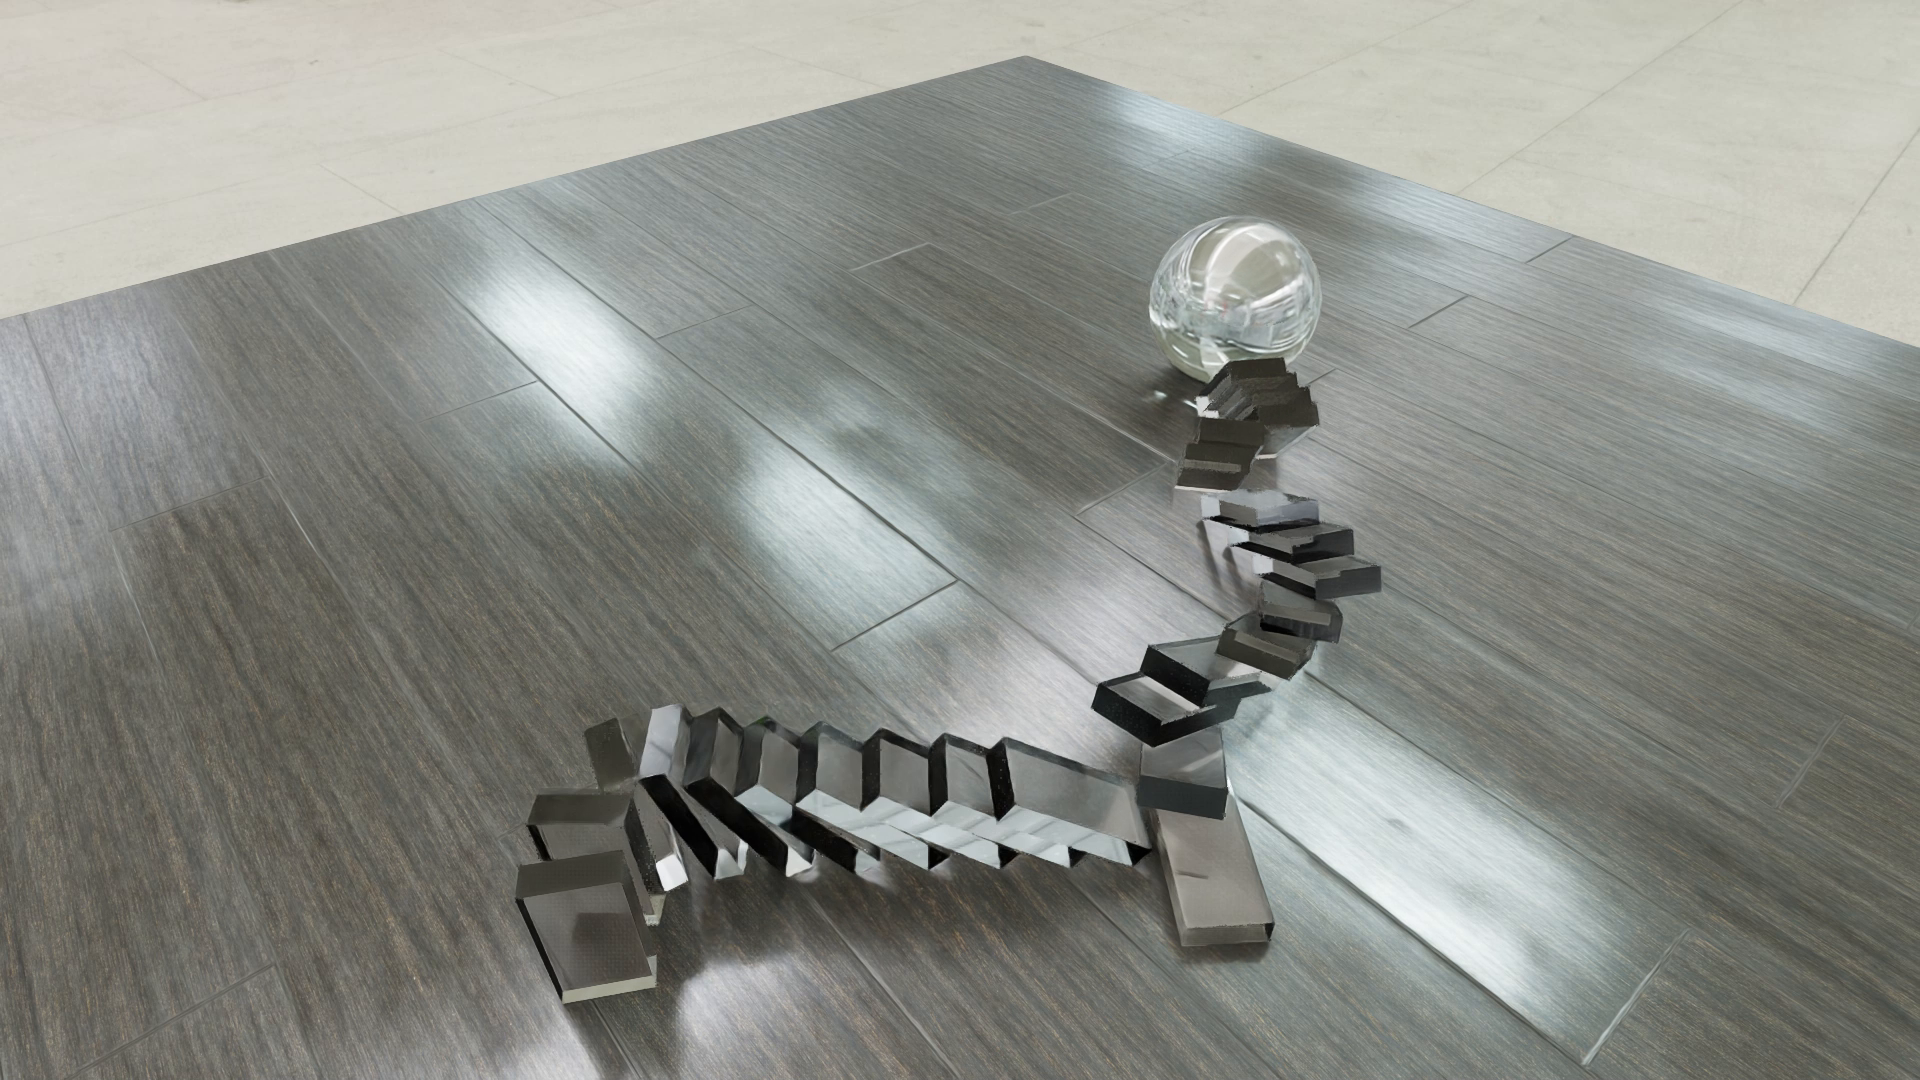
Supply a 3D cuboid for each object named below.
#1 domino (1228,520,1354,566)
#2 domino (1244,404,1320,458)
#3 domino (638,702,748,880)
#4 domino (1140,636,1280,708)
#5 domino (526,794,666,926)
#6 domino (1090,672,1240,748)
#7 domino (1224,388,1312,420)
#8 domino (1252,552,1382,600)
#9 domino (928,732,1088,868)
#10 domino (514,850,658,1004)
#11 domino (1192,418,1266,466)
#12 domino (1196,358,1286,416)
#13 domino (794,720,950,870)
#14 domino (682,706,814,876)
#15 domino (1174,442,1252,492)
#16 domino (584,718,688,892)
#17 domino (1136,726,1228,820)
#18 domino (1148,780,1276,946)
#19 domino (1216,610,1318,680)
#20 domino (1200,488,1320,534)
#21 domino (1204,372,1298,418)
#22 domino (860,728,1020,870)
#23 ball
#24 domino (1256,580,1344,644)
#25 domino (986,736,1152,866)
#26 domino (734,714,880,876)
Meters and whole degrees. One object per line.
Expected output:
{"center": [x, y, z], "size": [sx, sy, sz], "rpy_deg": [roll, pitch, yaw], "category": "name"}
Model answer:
{"center": [0.127, -0.001, 0.426], "size": [0.025, 0.009, 0.050], "rpy_deg": [-10, 10, -12], "category": "domino"}
{"center": [0.132, -0.046, 0.471], "size": [0.025, 0.050, 0.010], "rpy_deg": [-4, 79, -5], "category": "domino"}
{"center": [-0.076, 0.074, 0.321], "size": [0.010, 0.050, 0.025], "rpy_deg": [-14, 39, 8], "category": "domino"}
{"center": [0.086, 0.043, 0.371], "size": [0.050, 0.009, 0.025], "rpy_deg": [-1, 24, -47], "category": "domino"}
{"center": [-0.099, 0.089, 0.303], "size": [0.025, 0.050, 0.010], "rpy_deg": [1, 42, 1], "category": "domino"}
{"center": [0.069, 0.053, 0.362], "size": [0.025, 0.010, 0.050], "rpy_deg": [29, 23, 38], "category": "domino"}
{"center": [0.132, -0.054, 0.481], "size": [0.025, 0.050, 0.010], "rpy_deg": [-4, 79, -5], "category": "domino"}
{"center": [0.132, 0.011, 0.411], "size": [0.025, 0.010, 0.050], "rpy_deg": [-7, 10, -9], "category": "domino"}
{"center": [0.014, 0.078, 0.328], "size": [0.050, 0.010, 0.025], "rpy_deg": [25, 33, -22], "category": "domino"}
{"center": [-0.096, 0.102, 0.287], "size": [0.025, 0.050, 0.010], "rpy_deg": [-7, 40, -9], "category": "domino"}
{"center": [0.111, -0.038, 0.462], "size": [0.025, 0.050, 0.010], "rpy_deg": [6, 78, 7], "category": "domino"}
{"center": [0.127, -0.069, 0.500], "size": [0.025, 0.050, 0.009], "rpy_deg": [-4, 79, -5], "category": "domino"}
{"center": [-0.025, 0.076, 0.326], "size": [0.050, 0.010, 0.025], "rpy_deg": [34, 30, -27], "category": "domino"}
{"center": [-0.060, 0.074, 0.322], "size": [0.009, 0.050, 0.025], "rpy_deg": [-25, 37, 16], "category": "domino"}
{"center": [0.103, -0.029, 0.452], "size": [0.025, 0.050, 0.009], "rpy_deg": [6, 83, 7], "category": "domino"}
{"center": [-0.093, 0.077, 0.317], "size": [0.009, 0.050, 0.025], "rpy_deg": [-22, 43, -14], "category": "domino"}
{"center": [0.069, 0.070, 0.341], "size": [0.025, 0.010, 0.050], "rpy_deg": [8, 12, 10], "category": "domino"}
{"center": [0.074, 0.095, 0.328], "size": [0.025, 0.009, 0.050], "rpy_deg": [-2, 39, -3], "category": "domino"}
{"center": [0.107, 0.036, 0.380], "size": [0.025, 0.009, 0.050], "rpy_deg": [20, 11, 23], "category": "domino"}
{"center": [0.119, -0.012, 0.440], "size": [0.025, 0.009, 0.050], "rpy_deg": [-9, 10, -11], "category": "domino"}
{"center": [0.129, -0.061, 0.491], "size": [0.025, 0.050, 0.009], "rpy_deg": [-4, 79, -5], "category": "domino"}
{"center": [-0.006, 0.077, 0.327], "size": [0.050, 0.010, 0.025], "rpy_deg": [29, 32, -24], "category": "domino"}
{"center": [0.131, -0.113, 0.526], "size": [0.080, 0.080, 0.080], "rpy_deg": [0, 39, 0], "category": "ball"}
{"center": [0.121, 0.025, 0.393], "size": [0.025, 0.010, 0.050], "rpy_deg": [10, 9, 12], "category": "domino"}
{"center": [0.032, 0.078, 0.328], "size": [0.050, 0.009, 0.025], "rpy_deg": [24, 33, -24], "category": "domino"}
{"center": [-0.044, 0.075, 0.324], "size": [0.010, 0.050, 0.025], "rpy_deg": [-33, 34, 22], "category": "domino"}
